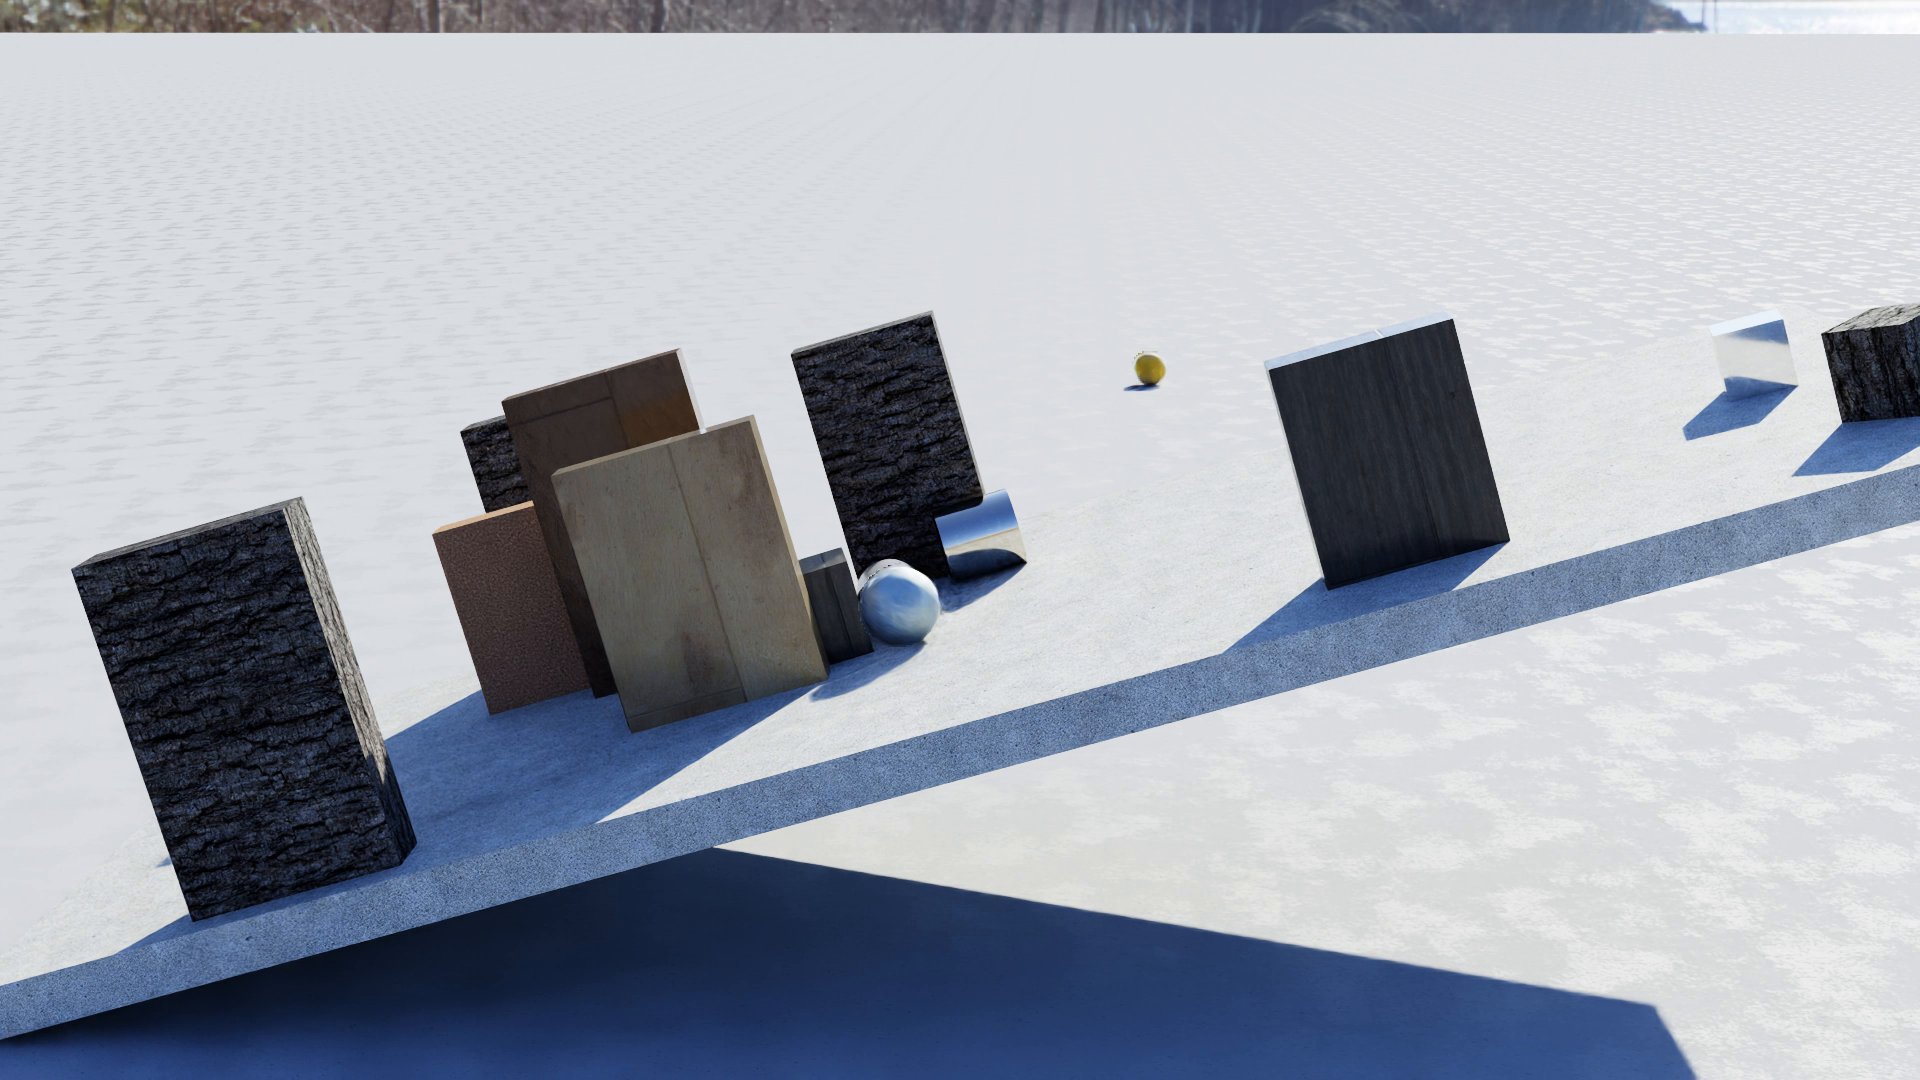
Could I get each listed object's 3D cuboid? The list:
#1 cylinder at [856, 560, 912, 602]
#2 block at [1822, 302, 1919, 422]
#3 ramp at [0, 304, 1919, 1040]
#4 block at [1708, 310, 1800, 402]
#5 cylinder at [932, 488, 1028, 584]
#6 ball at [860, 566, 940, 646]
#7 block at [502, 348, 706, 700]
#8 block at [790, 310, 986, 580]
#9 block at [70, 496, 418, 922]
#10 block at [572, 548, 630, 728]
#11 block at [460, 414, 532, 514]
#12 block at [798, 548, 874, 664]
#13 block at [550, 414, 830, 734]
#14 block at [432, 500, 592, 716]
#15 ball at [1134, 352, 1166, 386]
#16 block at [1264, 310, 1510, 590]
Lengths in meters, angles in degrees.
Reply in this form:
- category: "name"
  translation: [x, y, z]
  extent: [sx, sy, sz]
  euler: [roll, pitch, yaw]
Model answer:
- category: "cylinder"
  translation: [-0.146, 0.124, 6.334]
  extent: [0.146, 0.146, 0.146]
  euler: [-1, 8, -6]
- category: "block"
  translation: [1.805, -0.345, 5.662]
  extent: [0.181, 0.181, 0.181]
  euler: [-23, 12, -37]
- category: "ramp"
  translation: [0.087, 0.188, 6.323]
  extent: [4.000, 0.100, 2.000]
  euler: [-15, 10, 5]
- category: "block"
  translation: [1.682, -0.391, 6.236]
  extent: [0.146, 0.146, 0.146]
  euler: [-14, 10, 13]
- category: "cylinder"
  translation: [0.044, -0.009, 6.689]
  extent: [0.175, 0.175, 0.175]
  euler: [-17, 12, -2]
- category: "ball"
  translation: [-0.125, 0.139, 6.159]
  extent: [0.165, 0.165, 0.165]
  euler: [0, 10, 0]
- category: "block"
  translation: [-0.716, -0.035, 6.533]
  extent: [0.404, 0.696, 0.082]
  euler: [-15, 10, 5]
- category: "block"
  translation: [-0.144, -0.197, 6.811]
  extent: [0.335, 0.594, 0.104]
  euler: [-15, 10, 5]
- category: "block"
  translation: [-1.341, 0.318, 5.539]
  extent: [0.415, 0.704, 0.148]
  euler: [-15, 10, 5]
- category: "block"
  translation: [-0.590, 0.149, 6.149]
  extent: [0.321, 0.406, 0.119]
  euler: [-15, 10, 5]
- category: "block"
  translation: [-0.959, -0.031, 7.186]
  extent: [0.336, 0.604, 0.124]
  euler: [-15, 10, 5]
- category: "block"
  translation: [-0.315, 0.154, 6.275]
  extent: [0.202, 0.202, 0.202]
  euler: [-17, 10, -3]
- category: "block"
  translation: [-0.552, 0.071, 6.065]
  extent: [0.425, 0.560, 0.091]
  euler: [-15, 10, 5]
- category: "block"
  translation: [-0.922, 0.126, 6.731]
  extent: [0.443, 0.438, 0.101]
  euler: [-15, 10, 5]
- category: "ball"
  translation: [0.962, -0.864, 14.858]
  extent: [0.164, 0.164, 0.164]
  euler: [0, 10, 0]
- category: "block"
  translation: [0.805, -0.169, 5.559]
  extent: [0.353, 0.435, 0.133]
  euler: [-15, 10, 5]
